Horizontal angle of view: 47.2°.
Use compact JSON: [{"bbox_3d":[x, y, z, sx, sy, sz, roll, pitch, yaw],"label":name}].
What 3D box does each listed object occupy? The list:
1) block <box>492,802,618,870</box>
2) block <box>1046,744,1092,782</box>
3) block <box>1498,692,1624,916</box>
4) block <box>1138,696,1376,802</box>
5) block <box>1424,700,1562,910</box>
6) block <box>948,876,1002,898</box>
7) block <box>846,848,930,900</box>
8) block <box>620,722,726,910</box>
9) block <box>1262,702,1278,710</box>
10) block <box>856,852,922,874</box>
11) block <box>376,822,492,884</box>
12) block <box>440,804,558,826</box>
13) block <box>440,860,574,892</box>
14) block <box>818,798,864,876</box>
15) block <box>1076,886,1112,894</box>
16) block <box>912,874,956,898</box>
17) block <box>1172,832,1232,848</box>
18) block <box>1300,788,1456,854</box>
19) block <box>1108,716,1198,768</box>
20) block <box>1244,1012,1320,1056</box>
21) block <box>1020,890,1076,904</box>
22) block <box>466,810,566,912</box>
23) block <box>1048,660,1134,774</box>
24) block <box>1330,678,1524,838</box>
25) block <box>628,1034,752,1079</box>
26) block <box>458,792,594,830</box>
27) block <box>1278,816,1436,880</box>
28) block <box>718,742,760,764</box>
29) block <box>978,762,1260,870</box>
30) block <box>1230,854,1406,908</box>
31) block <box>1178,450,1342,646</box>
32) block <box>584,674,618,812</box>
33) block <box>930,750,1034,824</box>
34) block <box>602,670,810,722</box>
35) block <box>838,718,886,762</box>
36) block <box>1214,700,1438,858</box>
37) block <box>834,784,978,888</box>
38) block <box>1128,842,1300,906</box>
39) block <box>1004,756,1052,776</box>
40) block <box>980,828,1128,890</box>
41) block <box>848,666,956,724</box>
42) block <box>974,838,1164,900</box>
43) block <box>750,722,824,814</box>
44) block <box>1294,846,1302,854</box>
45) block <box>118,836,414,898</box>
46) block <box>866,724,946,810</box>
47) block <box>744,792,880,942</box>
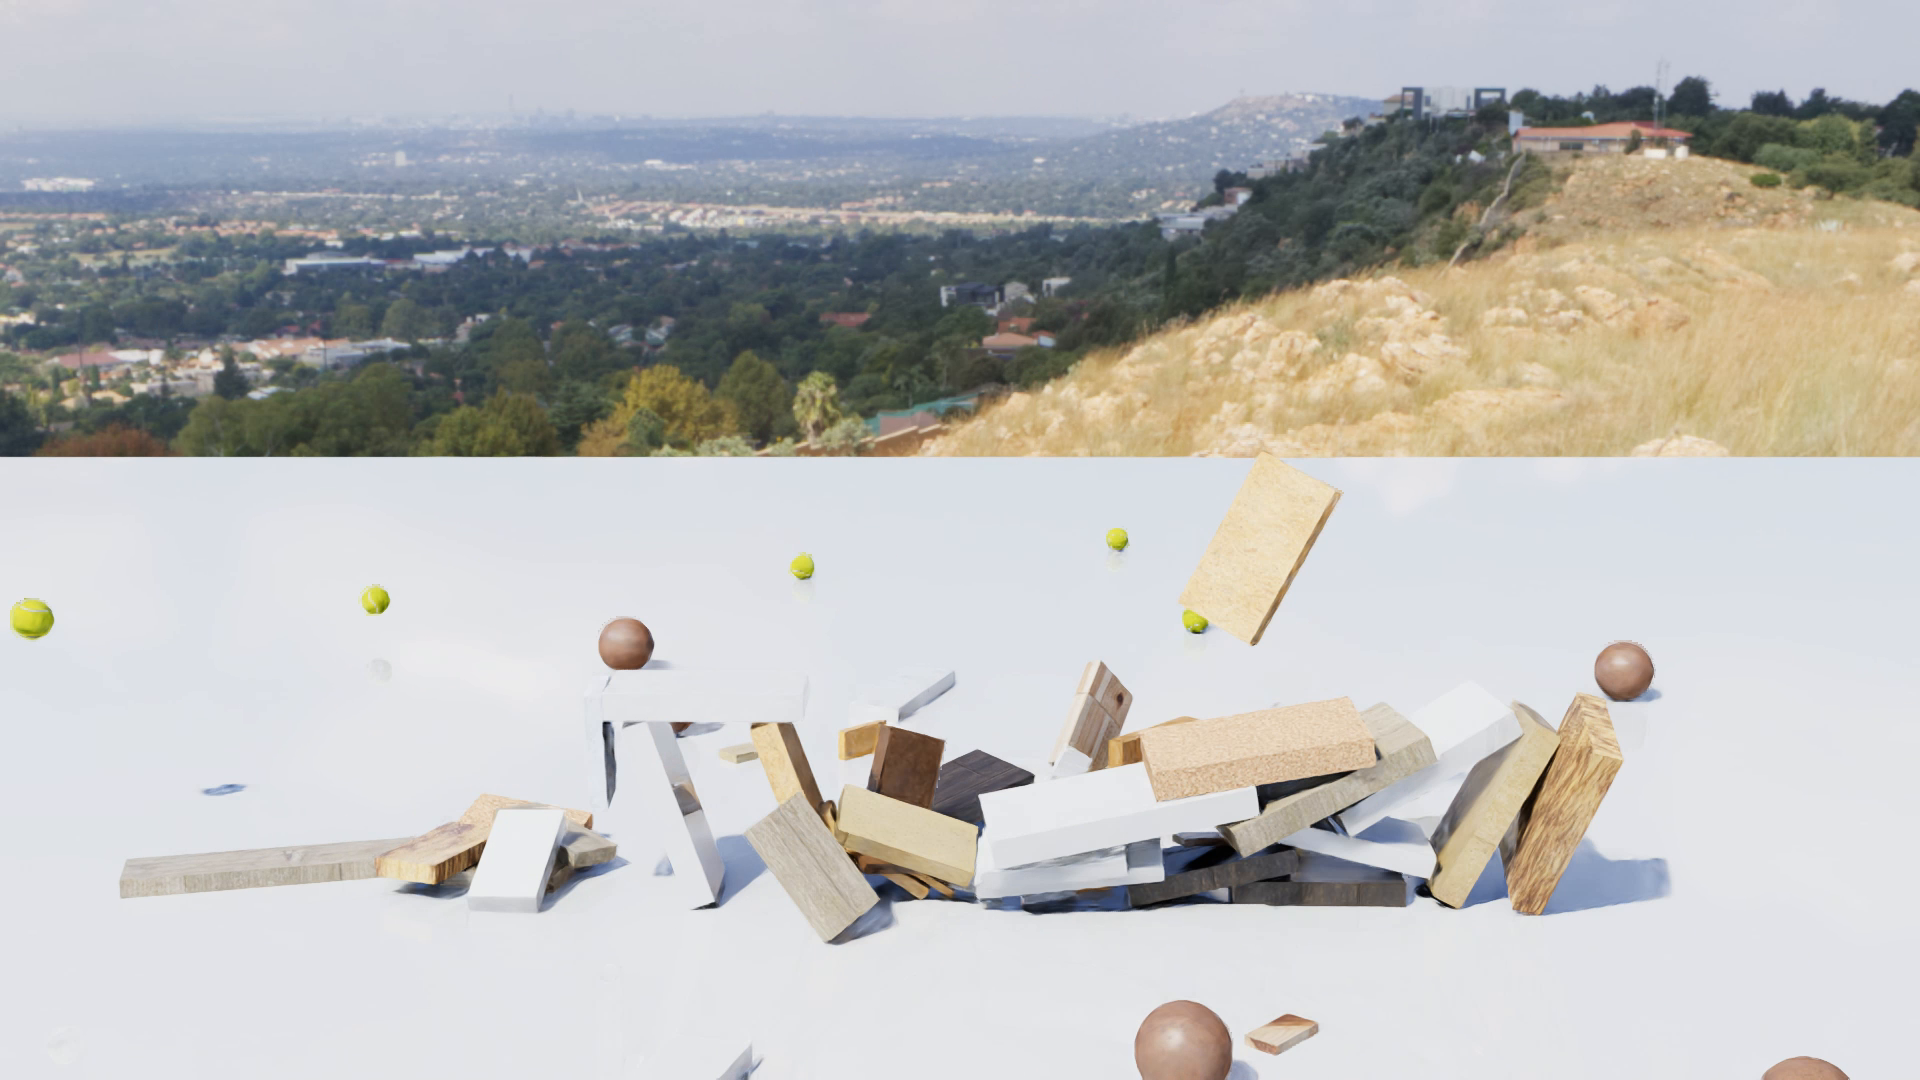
[{"bbox_3d":[-0.702,0.510,3.804,0.203,0.029,0.101,21,14,33],"label":"block"},{"bbox_3d":[0.196,0.445,4.101,0.057,0.114,0.016,32,-12,-16],"label":"block"},{"bbox_3d":[0.966,0.426,3.548,0.047,0.329,0.165,15,31,-4],"label":"block"},{"bbox_3d":[0.478,0.337,3.561,0.353,0.050,0.176,-9,18,0],"label":"block"},{"bbox_3d":[0.873,0.435,3.644,0.047,0.329,0.165,28,10,-4],"label":"block"},{"bbox_3d":[0.026,0.575,3.665,0.092,0.013,0.046,11,10,-2],"label":"block"},{"bbox_3d":[-0.120,0.536,3.662,0.154,0.022,0.077,34,10,-8],"label":"block"},{"bbox_3d":[-0.473,0.433,3.640,0.046,0.321,0.161,-19,10,3],"label":"block"},{"bbox_3d":[0.520,0.395,4.122,0.017,0.061,0.344,-1,17,34],"label":"block"},{"bbox_3d":[-0.096,0.514,3.616,0.154,0.022,0.077,6,36,-26],"label":"block"},{"bbox_3d":[-0.878,0.529,3.730,0.113,0.032,0.227,5,10,19],"label":"block"},{"bbox_3d":[-0.834,0.515,3.988,0.213,0.030,0.107,-2,11,-12],"label":"block"},{"bbox_3d":[-0.769,0.563,3.736,0.203,0.029,0.101,2,11,10],"label":"block"},{"bbox_3d":[-0.196,0.515,3.659,0.022,0.154,0.077,-20,10,4],"label":"block"},{"bbox_3d":[0.203,0.578,3.695,0.096,0.014,0.048,-3,11,-14],"label":"block"},{"bbox_3d":[-0.050,0.561,3.663,0.092,0.013,0.046,32,9,-6],"label":"block"},{"bbox_3d":[0.408,0.499,3.667,0.096,0.014,0.048,1,5,-20],"label":"block"},{"bbox_3d":[0.710,0.510,3.984,0.452,0.043,0.151,-3,11,-17],"label":"block"},{"bbox_3d":[0.375,0.423,4.244,0.034,0.119,0.238,9,14,42],"label":"block"},{"bbox_3d":[0.451,0.692,3.079,0.054,0.015,0.107,9,14,41],"label":"block"},{"bbox_3d":[0.144,0.571,3.628,0.092,0.046,0.013,-7,4,-17],"label":"block"},{"bbox_3d":[-0.738,0.534,3.670,0.113,0.032,0.227,0,31,3],"label":"block"},{"bbox_3d":[0.253,0.362,4.216,0.034,0.119,0.238,-10,43,41],"label":"block"},{"bbox_3d":[0.746,0.357,3.632,0.329,0.047,0.165,-30,19,-2],"label":"block"},{"bbox_3d":[-0.370,0.717,2.897,0.115,0.033,0.230,3,11,15],"label":"block"},{"bbox_3d":[-0.773,0.507,3.911,0.213,0.030,0.107,8,25,11],"label":"block"},{"bbox_3d":[0.640,0.485,3.657,0.280,0.040,0.140,14,15,-4],"label":"block"},{"bbox_3d":[-0.425,0.430,4.483,0.121,0.017,0.061,-10,14,-42],"label":"block"},{"bbox_3d":[0.254,0.430,3.559,0.429,0.050,0.176,-11,19,-2],"label":"block"},{"bbox_3d":[0.594,0.568,3.676,0.280,0.040,0.140,1,11,3],"label":"block"},{"bbox_3d":[0.519,0.015,3.817,0.151,0.302,0.043,31,7,25],"label":"block"},{"bbox_3d":[-0.596,0.336,3.645,0.029,0.203,0.101,-1,17,0],"label":"block"},{"bbox_3d":[-0.023,0.473,4.021,0.302,0.043,0.151,-20,28,-40],"label":"block"},{"bbox_3d":[-0.413,0.255,3.608,0.321,0.046,0.161,0,11,0],"label":"block"},{"bbox_3d":[-0.197,0.408,4.484,0.017,0.061,0.122,9,14,42],"label":"block"},{"bbox_3d":[0.580,0.388,3.589,0.353,0.050,0.176,-25,19,-6],"label":"block"},{"bbox_3d":[-0.089,0.484,3.612,0.234,0.033,0.117,19,33,-8],"label":"block"},{"bbox_3d":[0.416,0.540,3.659,0.280,0.040,0.140,-12,10,4],"label":"block"},{"bbox_3d":[0.141,0.450,4.380,0.107,0.015,0.054,3,11,18],"label":"block"},{"bbox_3d":[0.153,0.506,3.568,0.234,0.033,0.117,-6,30,6],"label":"block"},{"bbox_3d":[-0.126,0.343,4.911,0.115,0.033,0.367,4,11,19],"label":"block"},{"bbox_3d":[0.178,0.523,3.604,0.305,0.033,0.117,-6,31,5],"label":"block"},{"bbox_3d":[-0.263,0.434,3.640,0.046,0.321,0.161,-20,10,3],"label":"block"},{"bbox_3d":[0.588,0.499,3.838,0.054,0.107,0.015,35,-16,-15],"label":"block"},{"bbox_3d":[-1.176,0.558,3.753,0.474,0.032,0.113,-3,11,-14],"label":"block"},{"bbox_3d":[-0.105,0.442,3.760,0.115,0.230,0.033,18,-9,-34],"label":"block"},{"bbox_3d":[-0.233,0.514,3.462,0.107,0.213,0.030,-36,-2,-30],"label":"block"}]
